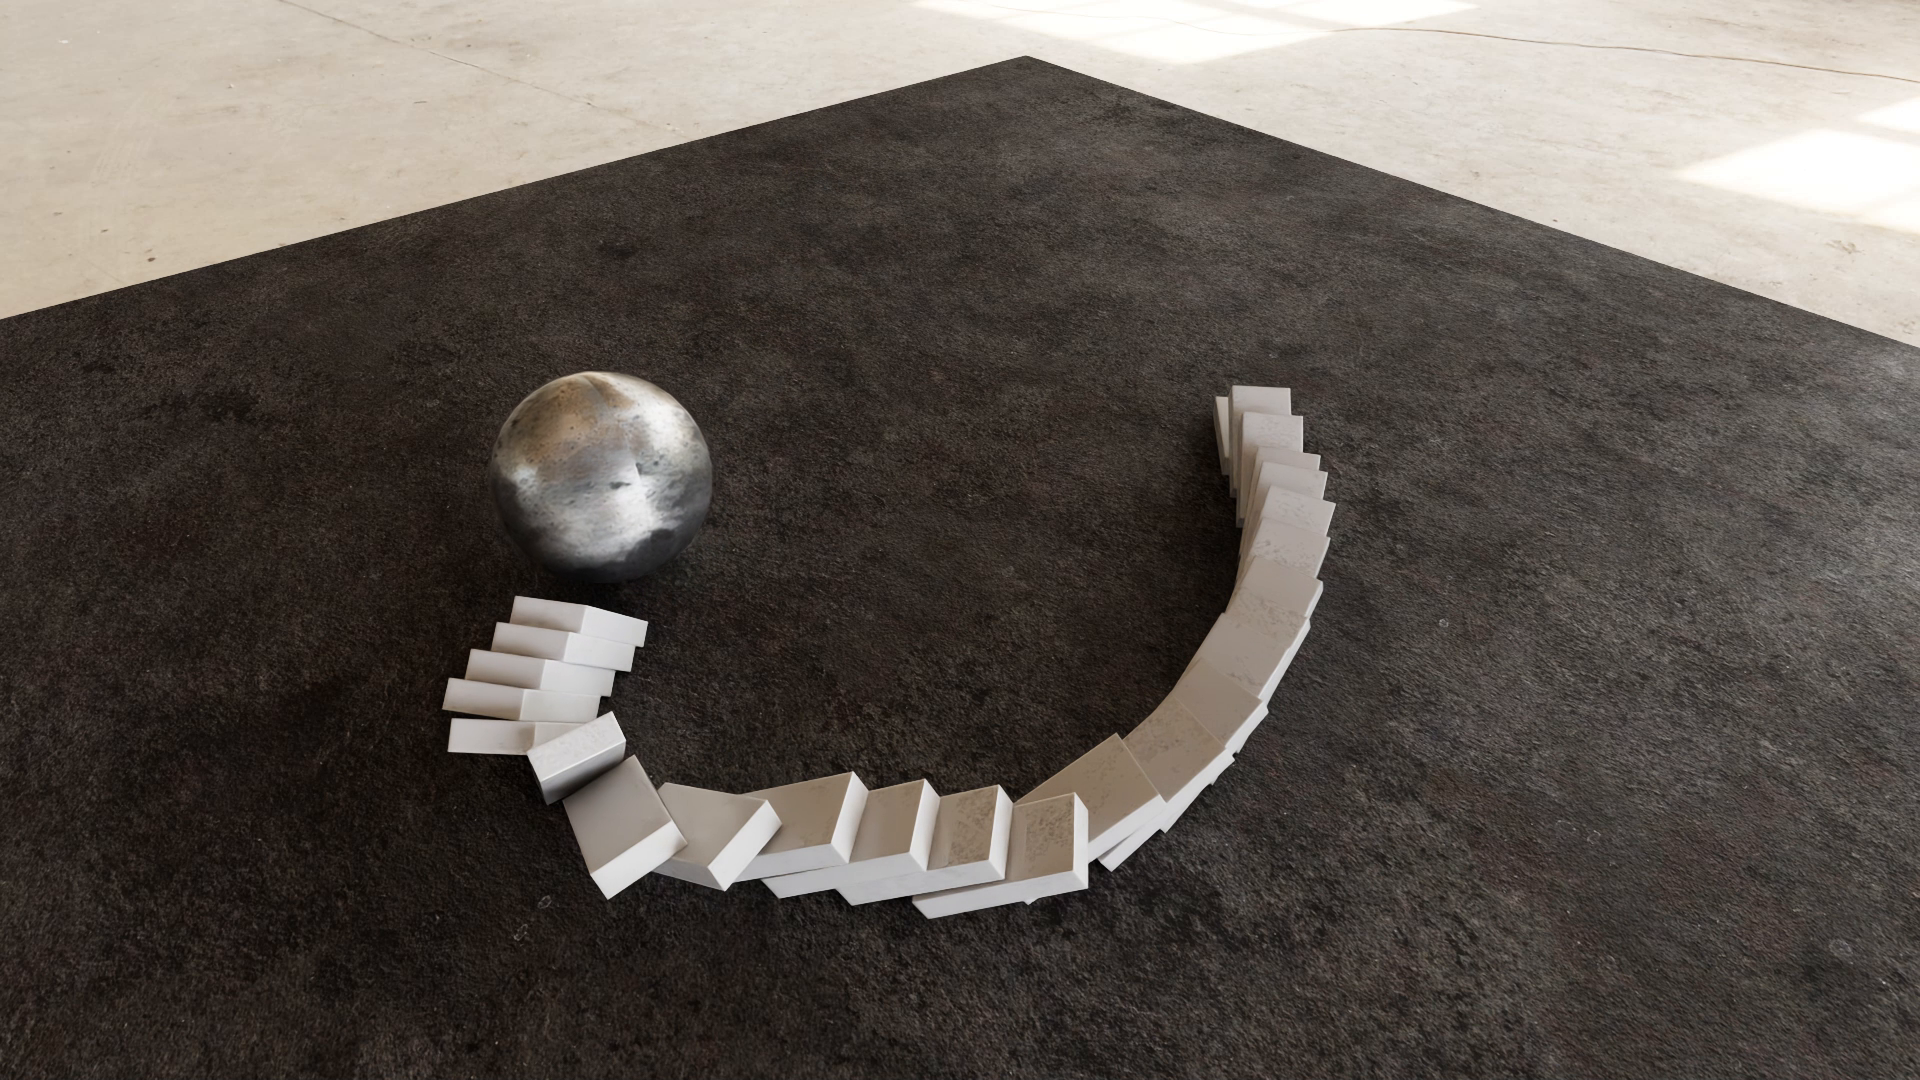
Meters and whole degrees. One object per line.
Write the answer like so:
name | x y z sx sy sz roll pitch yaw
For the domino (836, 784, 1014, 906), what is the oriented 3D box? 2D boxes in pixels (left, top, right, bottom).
domino | -0.010 0.088 0.318 0.050 0.010 0.025 -17 35 23

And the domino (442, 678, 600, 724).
domino | -0.139 0.052 0.353 0.025 0.050 0.009 7 81 9

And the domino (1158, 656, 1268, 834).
domino | 0.070 0.064 0.346 0.050 0.010 0.025 -48 53 -6

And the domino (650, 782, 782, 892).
domino | -0.078 0.086 0.321 0.050 0.009 0.025 -3 32 41

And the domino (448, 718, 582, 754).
domino | -0.134 0.061 0.341 0.025 0.050 0.009 2 80 2

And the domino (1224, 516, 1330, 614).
domino | 0.113 0.019 0.399 0.025 0.010 0.050 20 77 20

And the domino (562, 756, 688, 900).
domino | -0.099 0.083 0.324 0.025 0.009 0.050 -32 25 -18

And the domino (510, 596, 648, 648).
domino | -0.131 0.029 0.381 0.025 0.050 0.009 7 81 8

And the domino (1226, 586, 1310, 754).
domino | 0.094 0.043 0.371 0.025 0.009 0.050 27 78 29

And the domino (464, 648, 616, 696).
domino | -0.137 0.044 0.362 0.025 0.050 0.009 7 81 8

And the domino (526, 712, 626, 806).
domino | -0.115 0.067 0.332 0.025 0.050 0.010 -25 79 -25

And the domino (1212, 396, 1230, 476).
domino | 0.131 -0.047 0.501 0.025 0.010 0.050 3 39 4

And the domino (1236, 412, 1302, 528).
domino | 0.130 -0.029 0.461 0.025 0.009 0.050 5 67 5

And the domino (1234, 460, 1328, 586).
domino | 0.124 -0.004 0.426 0.025 0.009 0.050 13 75 13

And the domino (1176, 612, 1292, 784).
domino | 0.084 0.052 0.360 0.025 0.010 0.050 29 79 29

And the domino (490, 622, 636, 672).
domino | -0.133 0.037 0.371 0.025 0.050 0.009 7 81 8

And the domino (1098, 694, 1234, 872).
domino | 0.056 0.074 0.335 0.050 0.009 0.025 -42 48 -1

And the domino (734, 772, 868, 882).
domino | -0.053 0.085 0.323 0.050 0.010 0.025 -16 33 24

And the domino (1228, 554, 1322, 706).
domino | 0.104 0.033 0.384 0.025 0.010 0.050 24 76 26

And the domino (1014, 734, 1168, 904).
domino | 0.033 0.082 0.326 0.050 0.009 0.025 -35 45 1

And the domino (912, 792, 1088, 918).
domino | 0.012 0.090 0.315 0.050 0.009 0.025 -19 37 22

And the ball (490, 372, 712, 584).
ball | -0.135 -0.024 0.417 0.080 0.080 0.080 0 39 0

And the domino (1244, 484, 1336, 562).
domino | 0.121 0.007 0.413 0.025 0.009 0.050 18 76 14

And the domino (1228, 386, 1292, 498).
domino | 0.130 -0.042 0.477 0.025 0.009 0.050 3 67 4

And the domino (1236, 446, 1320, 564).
domino | 0.128 -0.012 0.442 0.025 0.010 0.050 10 67 12

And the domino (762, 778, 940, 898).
domino | -0.032 0.087 0.320 0.050 0.010 0.025 -17 34 23
